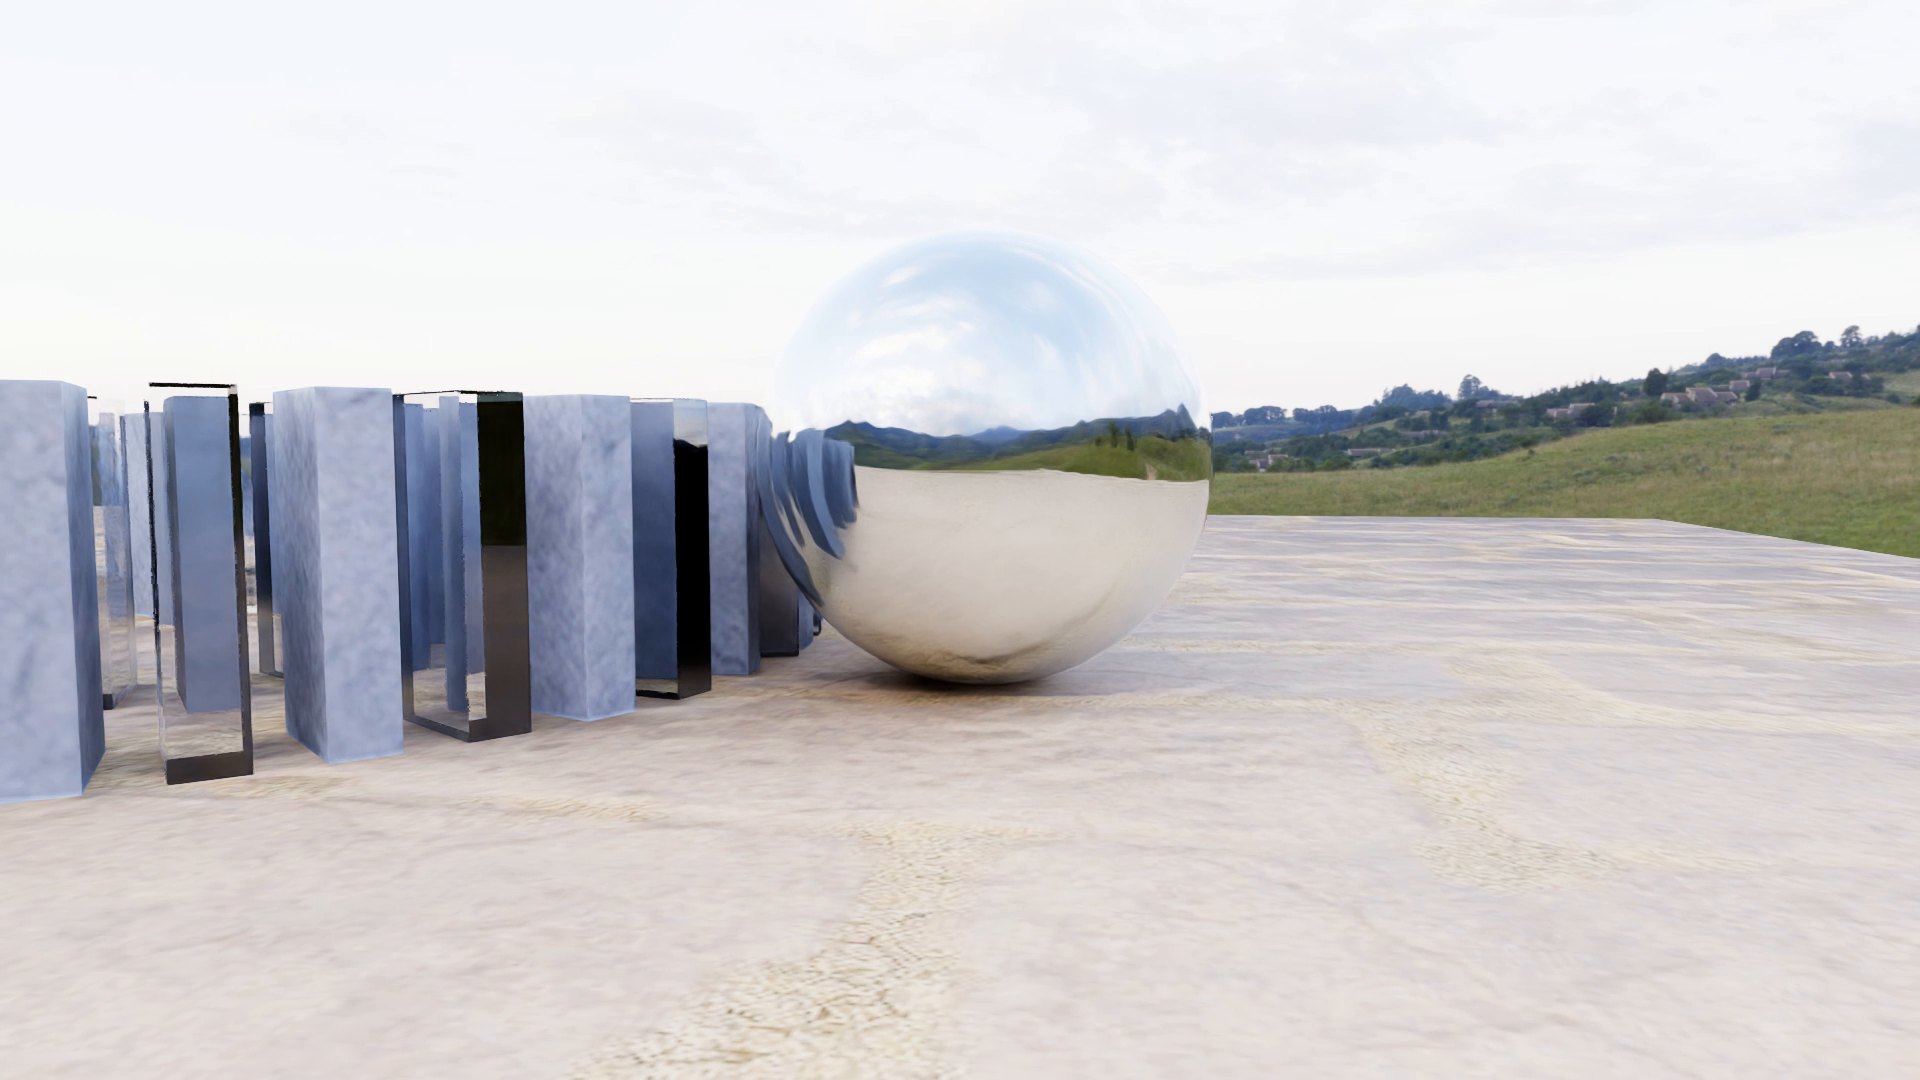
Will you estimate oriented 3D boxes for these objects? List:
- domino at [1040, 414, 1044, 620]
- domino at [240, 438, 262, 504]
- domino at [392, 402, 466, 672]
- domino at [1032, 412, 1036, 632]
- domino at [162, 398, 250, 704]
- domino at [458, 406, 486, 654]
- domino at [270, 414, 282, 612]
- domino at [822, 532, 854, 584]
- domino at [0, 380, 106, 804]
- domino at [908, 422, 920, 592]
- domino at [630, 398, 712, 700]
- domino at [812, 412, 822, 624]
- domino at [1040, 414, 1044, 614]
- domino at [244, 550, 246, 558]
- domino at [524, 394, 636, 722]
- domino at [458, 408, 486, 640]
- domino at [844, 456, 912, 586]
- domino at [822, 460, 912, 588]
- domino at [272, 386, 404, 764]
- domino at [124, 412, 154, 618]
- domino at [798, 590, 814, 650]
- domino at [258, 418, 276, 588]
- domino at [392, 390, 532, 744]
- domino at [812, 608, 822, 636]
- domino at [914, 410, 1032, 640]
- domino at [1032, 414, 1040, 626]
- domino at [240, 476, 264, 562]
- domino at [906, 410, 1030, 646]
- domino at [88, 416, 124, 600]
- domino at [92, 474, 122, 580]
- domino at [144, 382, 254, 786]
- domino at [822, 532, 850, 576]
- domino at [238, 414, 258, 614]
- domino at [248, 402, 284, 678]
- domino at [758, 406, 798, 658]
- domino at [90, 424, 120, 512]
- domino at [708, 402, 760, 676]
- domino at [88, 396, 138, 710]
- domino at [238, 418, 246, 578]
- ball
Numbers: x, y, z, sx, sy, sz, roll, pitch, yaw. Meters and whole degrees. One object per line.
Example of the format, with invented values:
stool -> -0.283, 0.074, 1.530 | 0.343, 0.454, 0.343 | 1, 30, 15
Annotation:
domino -> 0.008, -0.006, 0.314 | 0.025, 0.050, 0.010 | 0, -18, 3
domino -> -0.231, -0.013, 0.442 | 0.010, 0.050, 0.025 | -42, 14, -9
domino -> -0.109, -0.001, 0.248 | 0.025, 0.050, 0.009 | 2, 5, 23
domino -> 0.005, -0.004, 0.294 | 0.025, 0.050, 0.009 | 0, -18, 3
domino -> -0.131, 0.001, 0.222 | 0.009, 0.050, 0.025 | -3, 5, -35
domino -> -0.104, -0.002, 0.264 | 0.025, 0.050, 0.009 | 1, 4, 12
domino -> -0.171, -0.008, 0.338 | 0.010, 0.050, 0.025 | -1, 4, -10
domino -> -0.043, -0.007, 0.412 | 0.025, 0.010, 0.050 | -4, 42, -43
domino -> -0.116, 0.005, 0.162 | 0.010, 0.050, 0.025 | -2, 5, -28
domino -> -0.002, -0.010, 0.371 | 0.025, 0.050, 0.010 | 1, -27, -9
domino -> -0.056, 0.001, 0.221 | 0.025, 0.050, 0.010 | 2, 5, 24
domino -> -0.046, -0.005, 0.304 | 0.025, 0.050, 0.009 | -1, 4, -10
domino -> 0.009, -0.007, 0.324 | 0.025, 0.050, 0.010 | 0, -18, 3
domino -> -0.258, -0.013, 0.427 | 0.010, 0.050, 0.025 | -36, 19, -21
domino -> -0.065, 0.002, 0.206 | 0.025, 0.050, 0.010 | 3, 5, 35
domino -> -0.102, -0.003, 0.281 | 0.025, 0.050, 0.009 | 0, 4, 1
domino -> -0.016, -0.006, 0.390 | 0.025, 0.010, 0.050 | 3, 38, -25
domino -> -0.030, -0.006, 0.400 | 0.025, 0.010, 0.050 | -3, 42, -36
domino -> -0.088, 0.004, 0.181 | 0.009, 0.050, 0.025 | -4, 6, -39
domino -> -0.198, -0.006, 0.318 | 0.025, 0.050, 0.010 | 3, 5, 36
domino -> -0.044, -0.003, 0.270 | 0.025, 0.050, 0.010 | 0, 4, 4
domino -> -0.205, -0.012, 0.389 | 0.009, 0.050, 0.025 | -2, 5, -22
domino -> -0.076, 0.003, 0.193 | 0.025, 0.050, 0.010 | 4, 6, 44
domino -> -0.044, -0.004, 0.287 | 0.025, 0.050, 0.010 | 0, 4, -2
domino -> 0.003, -0.004, 0.284 | 0.025, 0.050, 0.009 | 0, -18, 3
domino -> 0.006, -0.005, 0.304 | 0.025, 0.050, 0.010 | 0, -18, 3
domino -> -0.245, -0.013, 0.435 | 0.009, 0.050, 0.025 | -39, 17, -15
domino -> 0.002, -0.003, 0.273 | 0.025, 0.050, 0.010 | 0, -18, 3
domino -> -0.244, -0.009, 0.356 | 0.025, 0.050, 0.010 | 3, 5, 37
domino -> -0.280, -0.013, 0.407 | 0.025, 0.050, 0.009 | 4, 27, 45
domino -> -0.102, 0.005, 0.171 | 0.010, 0.050, 0.025 | -3, 5, -34
domino -> -0.057, -0.008, 0.422 | 0.025, 0.009, 0.050 | -5, 43, -48
domino -> -0.187, -0.007, 0.331 | 0.010, 0.050, 0.025 | -4, 6, -41
domino -> -0.118, 0.000, 0.233 | 0.025, 0.050, 0.009 | 4, 6, 39
domino -> -0.046, -0.002, 0.258 | 0.025, 0.050, 0.009 | -1, 4, -10
domino -> -0.270, -0.013, 0.417 | 0.009, 0.050, 0.025 | -34, 22, -29
domino -> -0.051, 0.000, 0.239 | 0.025, 0.050, 0.009 | 0, 4, 5
domino -> -0.145, 0.002, 0.213 | 0.009, 0.050, 0.025 | -2, 5, -25
domino -> -0.219, -0.011, 0.380 | 0.009, 0.050, 0.025 | -3, 5, -35
ball -> 0.004, -0.015, 0.227 | 0.080, 0.080, 0.080 | 0, 4, 0
